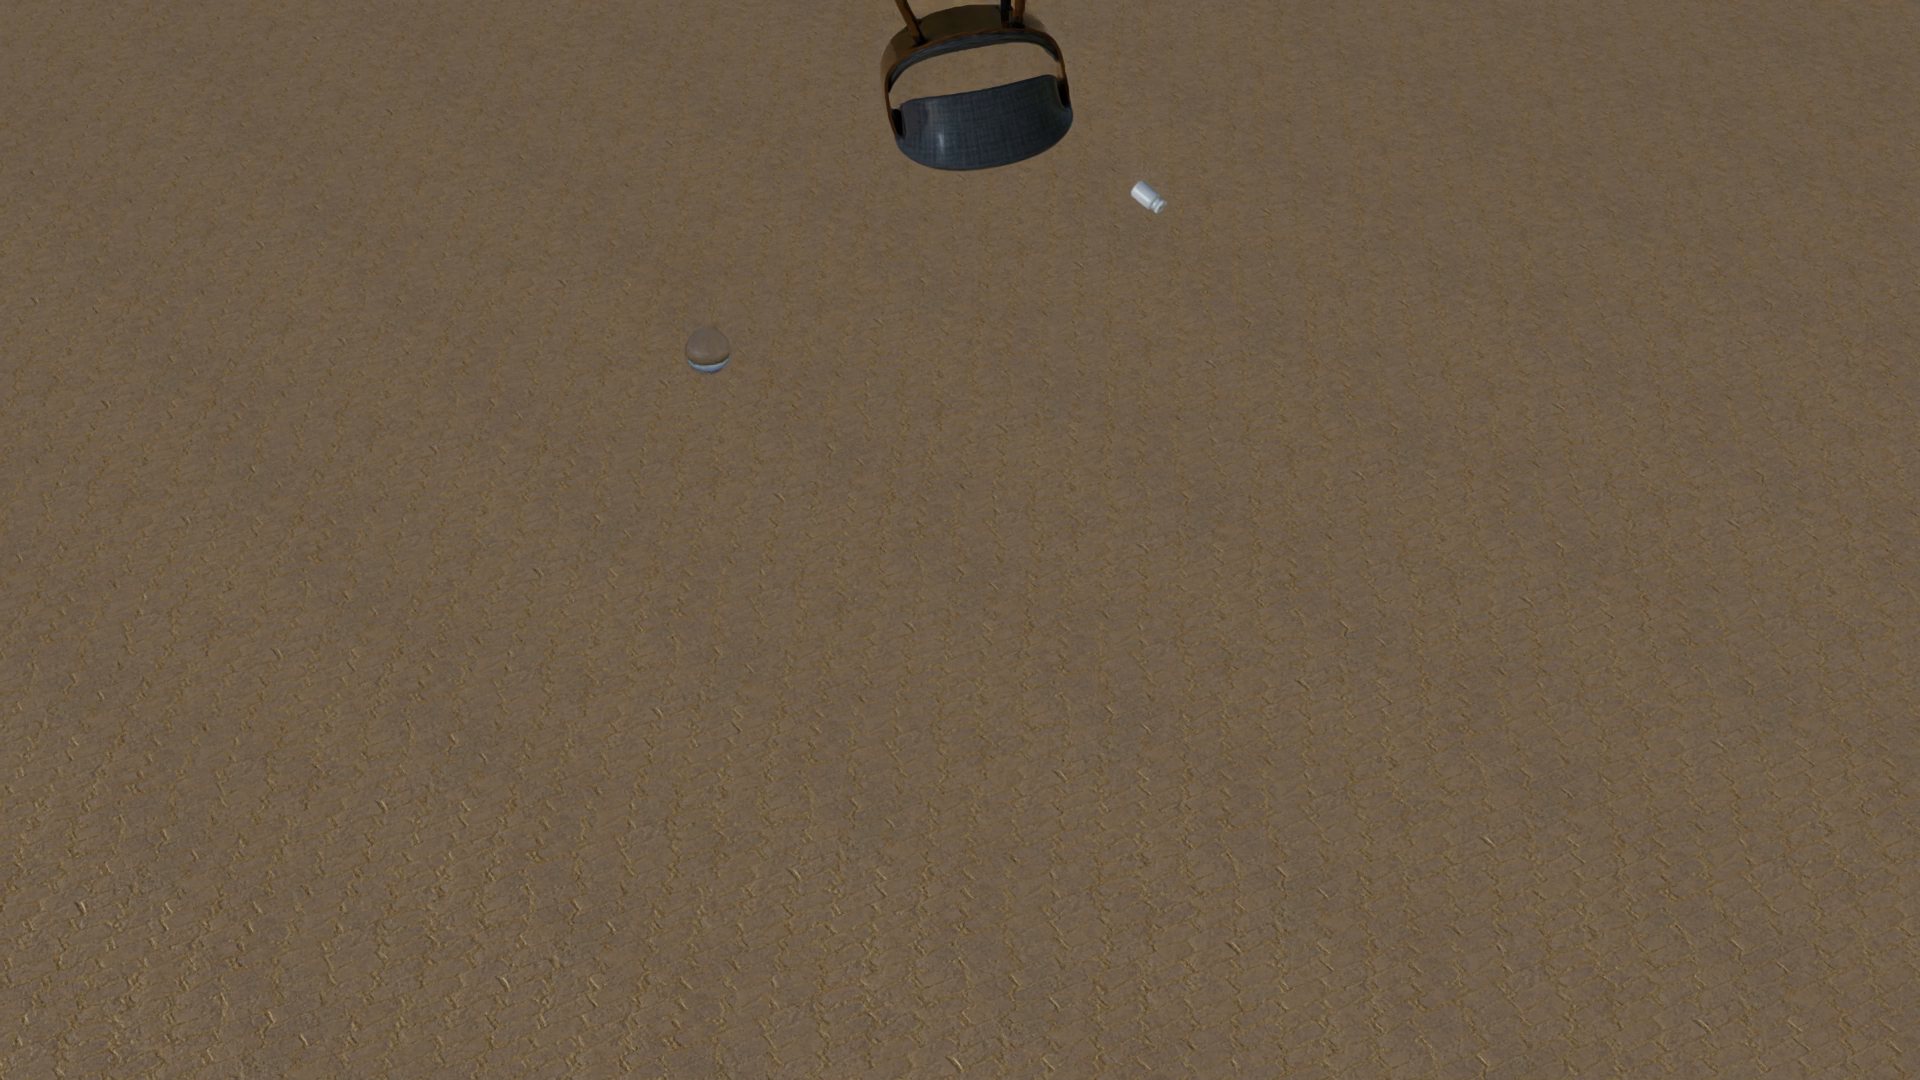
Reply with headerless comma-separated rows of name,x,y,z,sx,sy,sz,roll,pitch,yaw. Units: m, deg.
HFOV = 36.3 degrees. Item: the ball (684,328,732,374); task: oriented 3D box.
ball,-0.712,-0.533,8.284,0.131,0.131,0.131,0,33,0
